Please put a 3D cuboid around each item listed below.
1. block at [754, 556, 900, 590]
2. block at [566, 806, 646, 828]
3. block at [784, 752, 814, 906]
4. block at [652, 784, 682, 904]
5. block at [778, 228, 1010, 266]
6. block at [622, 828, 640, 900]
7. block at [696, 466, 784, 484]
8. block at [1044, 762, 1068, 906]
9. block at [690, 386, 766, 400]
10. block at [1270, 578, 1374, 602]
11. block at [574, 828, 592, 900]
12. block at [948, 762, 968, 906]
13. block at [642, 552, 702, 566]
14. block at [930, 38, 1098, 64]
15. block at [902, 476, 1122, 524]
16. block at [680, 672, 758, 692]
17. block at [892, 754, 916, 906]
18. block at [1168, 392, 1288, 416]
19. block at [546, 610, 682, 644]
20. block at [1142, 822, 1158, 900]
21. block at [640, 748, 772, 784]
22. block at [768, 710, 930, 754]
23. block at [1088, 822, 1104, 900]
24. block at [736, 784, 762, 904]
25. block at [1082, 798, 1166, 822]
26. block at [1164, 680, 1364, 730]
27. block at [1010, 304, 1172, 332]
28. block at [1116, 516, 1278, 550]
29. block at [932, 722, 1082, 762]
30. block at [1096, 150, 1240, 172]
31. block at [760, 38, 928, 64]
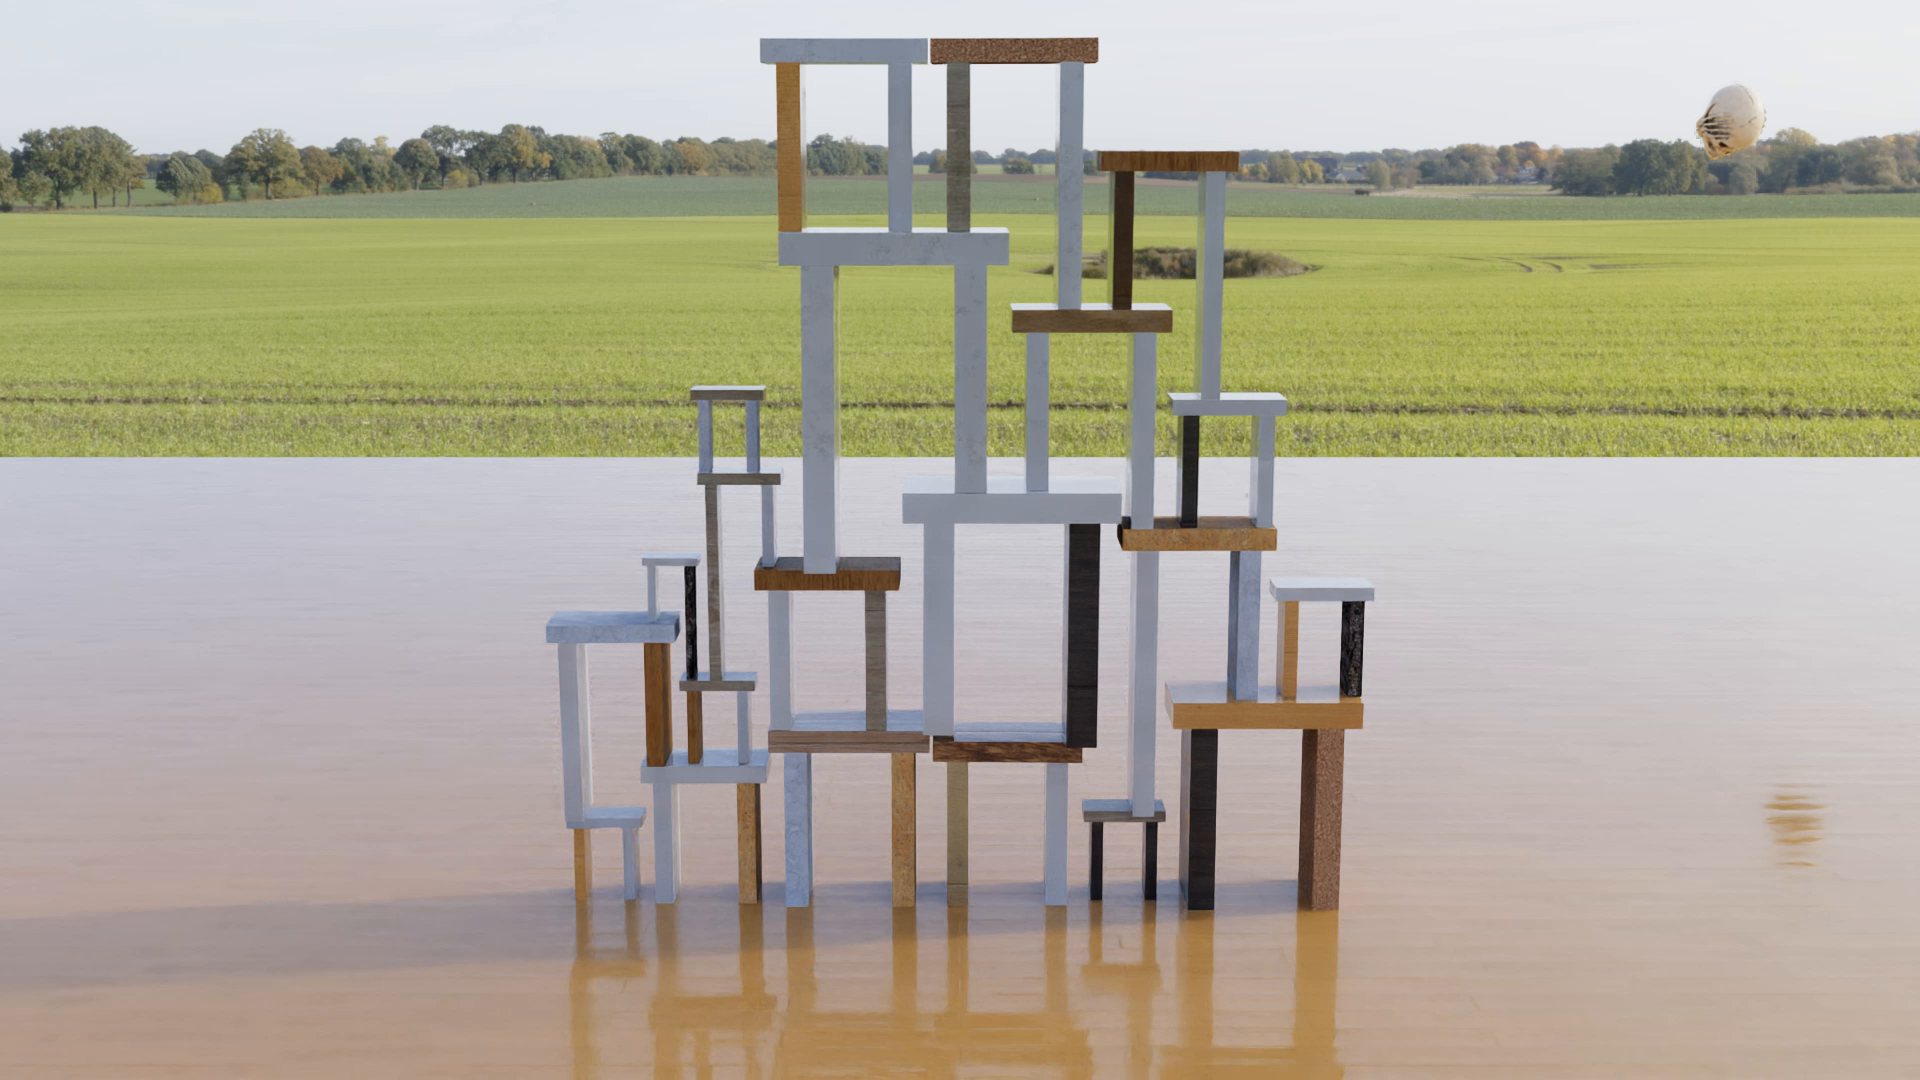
[{"bbox_3d":[-0.213,0.054,3.567,0.231,0.033,0.116,0,11,0],"label":"block"},{"bbox_3d":[-0.586,0.460,3.648,0.122,0.017,0.061,0,11,0],"label":"block"},{"bbox_3d":[-0.267,0.461,3.647,0.037,0.261,0.131,0,11,0],"label":"block"},{"bbox_3d":[-0.486,0.488,3.655,0.029,0.205,0.103,0,11,0],"label":"block"},{"bbox_3d":[-0.102,-0.464,3.473,0.355,0.050,0.178,0,11,0],"label":"block"},{"bbox_3d":[-0.546,0.530,3.659,0.017,0.122,0.061,0,11,0],"label":"block"},{"bbox_3d":[-0.353,-0.103,3.543,0.133,0.019,0.067,0,11,0],"label":"block"},{"bbox_3d":[0.158,0.470,3.650,0.034,0.243,0.122,0,11,0],"label":"block"},{"bbox_3d":[-0.370,-0.236,3.523,0.116,0.016,0.058,0,11,1],"label":"block"},{"bbox_3d":[0.588,0.080,3.576,0.158,0.022,0.079,0,11,0],"label":"block"},{"bbox_3d":[-0.627,0.530,3.659,0.017,0.122,0.061,0,10,0],"label":"block"},{"bbox_3d":[-0.004,0.470,3.650,0.034,0.243,0.122,0,11,0],"label":"block"},{"bbox_3d":[-0.468,0.031,3.569,0.091,0.013,0.045,0,11,-1],"label":"block"},{"bbox_3d":[0.083,-0.760,3.419,0.257,0.036,0.129,0,11,0],"label":"block"},{"bbox_3d":[0.082,-0.065,3.543,0.345,0.049,0.172,0,11,0],"label":"block"},{"bbox_3d":[-0.395,0.231,3.599,0.122,0.017,0.061,0,11,0],"label":"block"},{"bbox_3d":[-0.093,0.461,3.647,0.037,0.261,0.131,0,11,0],"label":"block"},{"bbox_3d":[0.426,-0.217,3.517,0.180,0.025,0.090,0,11,0],"label":"block"},{"bbox_3d":[-0.563,0.142,3.588,0.206,0.029,0.103,0,11,-1],"label":"block"},{"bbox_3d":[0.315,0.524,3.659,0.019,0.134,0.067,0,10,0],"label":"block"},{"bbox_3d":[-0.418,0.373,3.633,0.205,0.029,0.103,0,11,0],"label":"block"},{"bbox_3d":[-0.180,0.315,3.620,0.261,0.037,0.130,0,11,0],"label":"block"},{"bbox_3d":[0.226,0.524,3.659,0.019,0.134,0.067,0,11,0],"label":"block"},{"bbox_3d":[-0.350,0.488,3.655,0.029,0.205,0.103,0,11,0],"label":"block"},{"bbox_3d":[0.271,0.448,3.645,0.134,0.019,0.067,0,11,0],"label":"block"},{"bbox_3d":[0.495,0.269,3.608,0.305,0.043,0.153,0,11,0],"label":"block"},{"bbox_3d":[0.206,-0.353,3.490,0.250,0.035,0.125,0,11,-1],"label":"block"},{"bbox_3d":[0.381,-0.011,3.558,0.246,0.035,0.123,0,11,0],"label":"block"},{"bbox_3d":[0.077,0.333,3.625,0.243,0.034,0.121,0,11,0],"label":"block"},{"bbox_3d":[0.324,-0.595,3.450,0.212,0.030,0.106,0,11,0],"label":"block"},{"bbox_3d":[-0.178,-0.760,3.423,0.257,0.036,0.128,0,11,0],"label":"block"}]
